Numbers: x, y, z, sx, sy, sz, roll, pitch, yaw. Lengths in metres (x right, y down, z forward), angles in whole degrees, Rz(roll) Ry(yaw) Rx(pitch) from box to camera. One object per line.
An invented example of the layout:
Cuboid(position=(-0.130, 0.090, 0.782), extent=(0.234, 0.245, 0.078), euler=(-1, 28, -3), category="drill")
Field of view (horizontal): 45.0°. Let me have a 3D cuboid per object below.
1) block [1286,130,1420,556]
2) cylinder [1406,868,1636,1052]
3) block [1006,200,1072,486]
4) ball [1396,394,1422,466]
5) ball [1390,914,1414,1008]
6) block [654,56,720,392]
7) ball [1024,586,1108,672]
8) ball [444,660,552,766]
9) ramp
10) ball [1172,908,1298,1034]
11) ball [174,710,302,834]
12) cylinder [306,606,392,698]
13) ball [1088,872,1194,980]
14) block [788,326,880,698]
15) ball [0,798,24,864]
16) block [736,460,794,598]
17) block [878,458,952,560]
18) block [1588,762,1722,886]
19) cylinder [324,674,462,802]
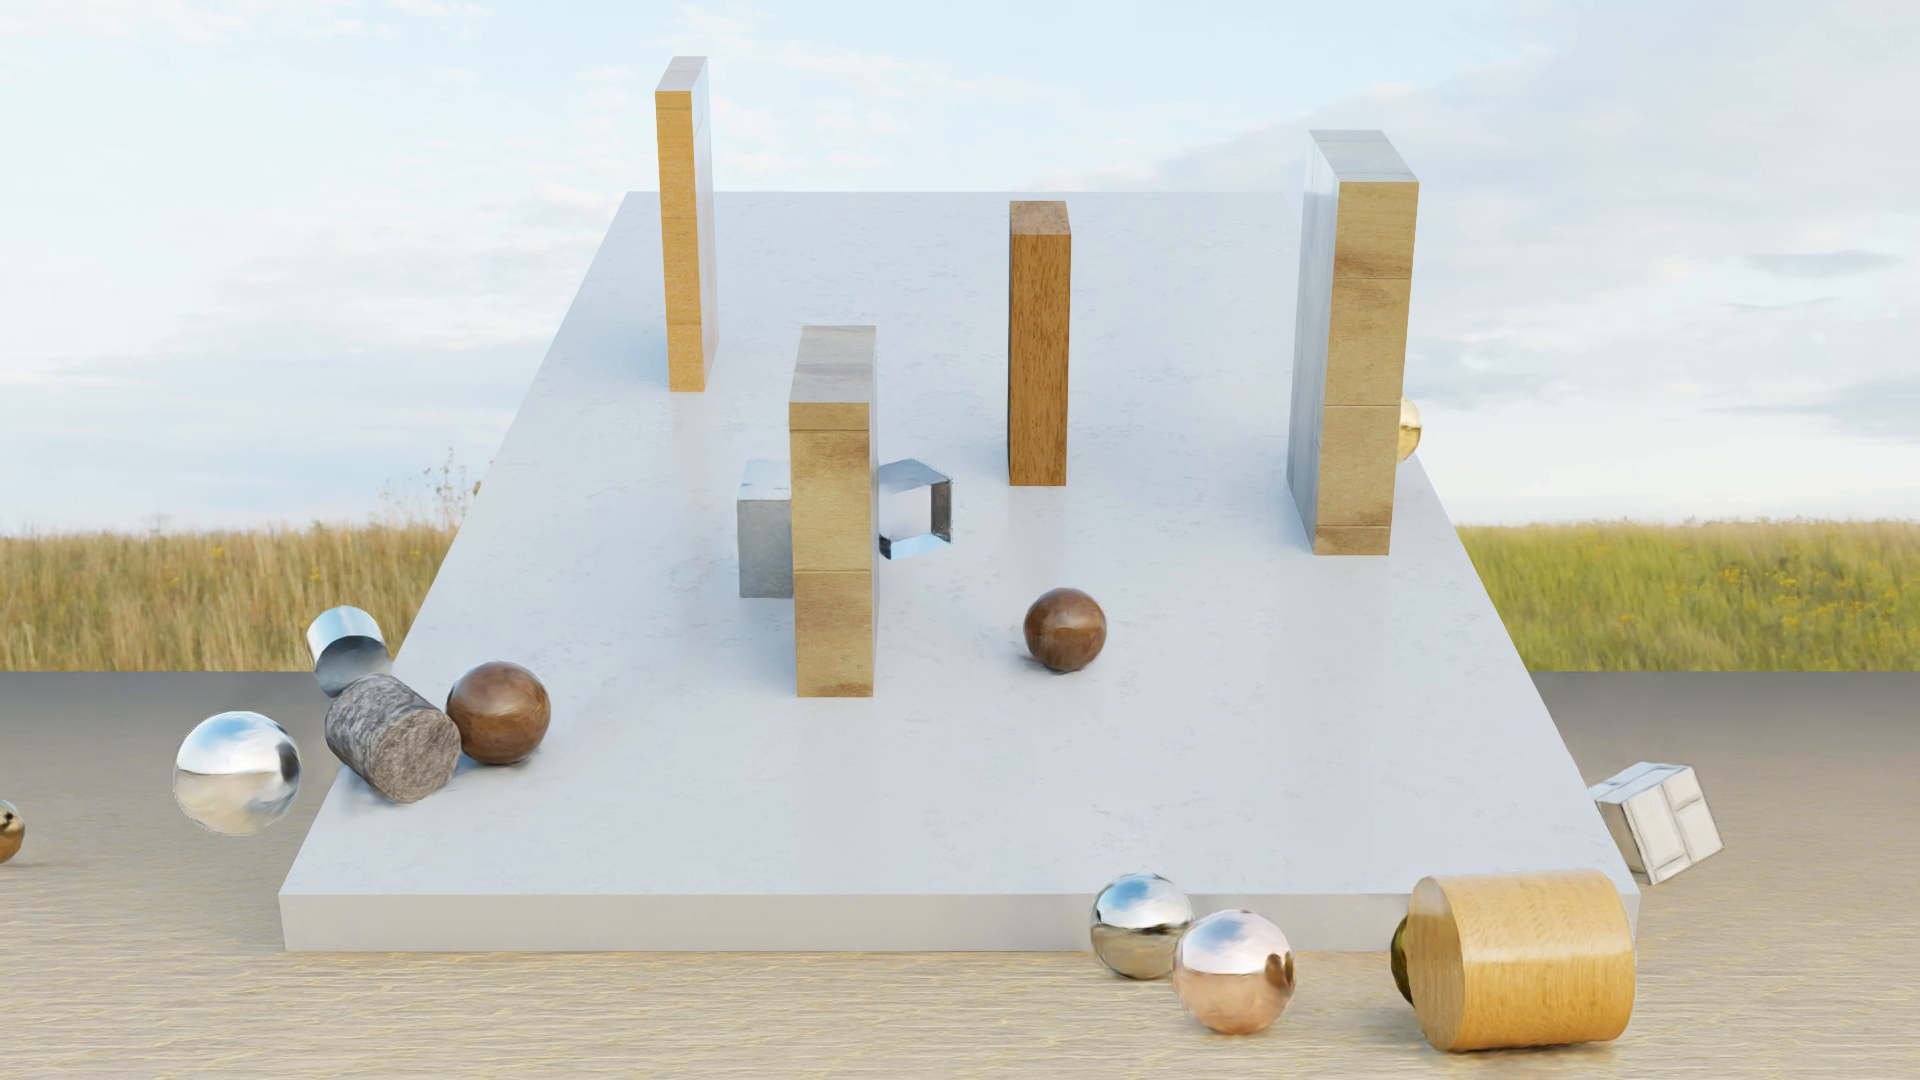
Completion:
Cuboid(position=(0.767, -0.394, 4.578), extent=(0.147, 0.747, 0.410), euler=(0, 23, 0), category="block")
Cuboid(position=(0.617, 0.464, 2.568), extent=(0.191, 0.191, 0.191), euler=(-2, -3, -8), category="cylinder")
Cuboid(position=(0.164, -0.415, 4.879), extent=(0.118, 0.545, 0.261), euler=(0, 23, 0), category="block")
Cuboid(position=(0.899, -0.239, 4.946), extent=(0.173, 0.173, 0.173), euler=(0, -3, 0), category="ball")
Cuboid(position=(0.589, 0.496, 2.745), extent=(0.155, 0.155, 0.155), euler=(0, -3, 0), category="ball")
Cuboid(position=(-0.636, -0.744, 5.436), extent=(0.081, 0.705, 0.378), euler=(0, 23, 0), category="block")
Cuboid(position=(0.185, 0.156, 4.057), extent=(0.147, 0.147, 0.147), euler=(0, -3, 0), category="ball")
Cuboid(position=(-0.745, 0.279, 3.740), extent=(0.169, 0.169, 0.169), euler=(0, -3, 0), category="ball")
Cuboid(position=(-0.008, -0.226, 5.255), extent=(2.000, 0.100, 4.000), euler=(0, 23, 0), category="ramp")
Cuboid(position=(0.318, 0.498, 2.679), extent=(0.144, 0.144, 0.144), euler=(0, -3, 0), category="ball")
Cuboid(position=(-1.121, 0.361, 3.599), extent=(0.190, 0.190, 0.190), euler=(0, -3, 0), category="ball")
Cuboid(position=(-1.051, 0.197, 3.982), extent=(0.127, 0.127, 0.127), euler=(1, 20, -24), category="cylinder")
Cuboid(position=(0.246, 0.523, 3.139), extent=(0.145, 0.145, 0.145), euler=(0, -3, 0), category="ball")
Cuboid(position=(-0.215, -0.056, 4.054), extent=(0.131, 0.538, 0.403), euler=(0, 23, 0), category="block")
Cuboid(position=(-2.040, 0.612, 4.852), extent=(0.150, 0.150, 0.150), euler=(0, -3, 0), category="ball")
Cuboid(position=(-0.312, -0.021, 4.399), extent=(0.200, 0.200, 0.200), euler=(0, 23, 1), category="block")
Cuboid(position=(-0.114, -0.062, 4.569), extent=(0.140, 0.140, 0.140), euler=(-15, 28, -31), category="block")
Cuboid(position=(1.350, 0.555, 4.554), extent=(0.172, 0.172, 0.172), euler=(-24, 5, -17), category="block")
Cuboid(position=(-0.899, 0.313, 3.672), extent=(0.156, 0.156, 0.156), euler=(3, 16, -44), category="cylinder")
